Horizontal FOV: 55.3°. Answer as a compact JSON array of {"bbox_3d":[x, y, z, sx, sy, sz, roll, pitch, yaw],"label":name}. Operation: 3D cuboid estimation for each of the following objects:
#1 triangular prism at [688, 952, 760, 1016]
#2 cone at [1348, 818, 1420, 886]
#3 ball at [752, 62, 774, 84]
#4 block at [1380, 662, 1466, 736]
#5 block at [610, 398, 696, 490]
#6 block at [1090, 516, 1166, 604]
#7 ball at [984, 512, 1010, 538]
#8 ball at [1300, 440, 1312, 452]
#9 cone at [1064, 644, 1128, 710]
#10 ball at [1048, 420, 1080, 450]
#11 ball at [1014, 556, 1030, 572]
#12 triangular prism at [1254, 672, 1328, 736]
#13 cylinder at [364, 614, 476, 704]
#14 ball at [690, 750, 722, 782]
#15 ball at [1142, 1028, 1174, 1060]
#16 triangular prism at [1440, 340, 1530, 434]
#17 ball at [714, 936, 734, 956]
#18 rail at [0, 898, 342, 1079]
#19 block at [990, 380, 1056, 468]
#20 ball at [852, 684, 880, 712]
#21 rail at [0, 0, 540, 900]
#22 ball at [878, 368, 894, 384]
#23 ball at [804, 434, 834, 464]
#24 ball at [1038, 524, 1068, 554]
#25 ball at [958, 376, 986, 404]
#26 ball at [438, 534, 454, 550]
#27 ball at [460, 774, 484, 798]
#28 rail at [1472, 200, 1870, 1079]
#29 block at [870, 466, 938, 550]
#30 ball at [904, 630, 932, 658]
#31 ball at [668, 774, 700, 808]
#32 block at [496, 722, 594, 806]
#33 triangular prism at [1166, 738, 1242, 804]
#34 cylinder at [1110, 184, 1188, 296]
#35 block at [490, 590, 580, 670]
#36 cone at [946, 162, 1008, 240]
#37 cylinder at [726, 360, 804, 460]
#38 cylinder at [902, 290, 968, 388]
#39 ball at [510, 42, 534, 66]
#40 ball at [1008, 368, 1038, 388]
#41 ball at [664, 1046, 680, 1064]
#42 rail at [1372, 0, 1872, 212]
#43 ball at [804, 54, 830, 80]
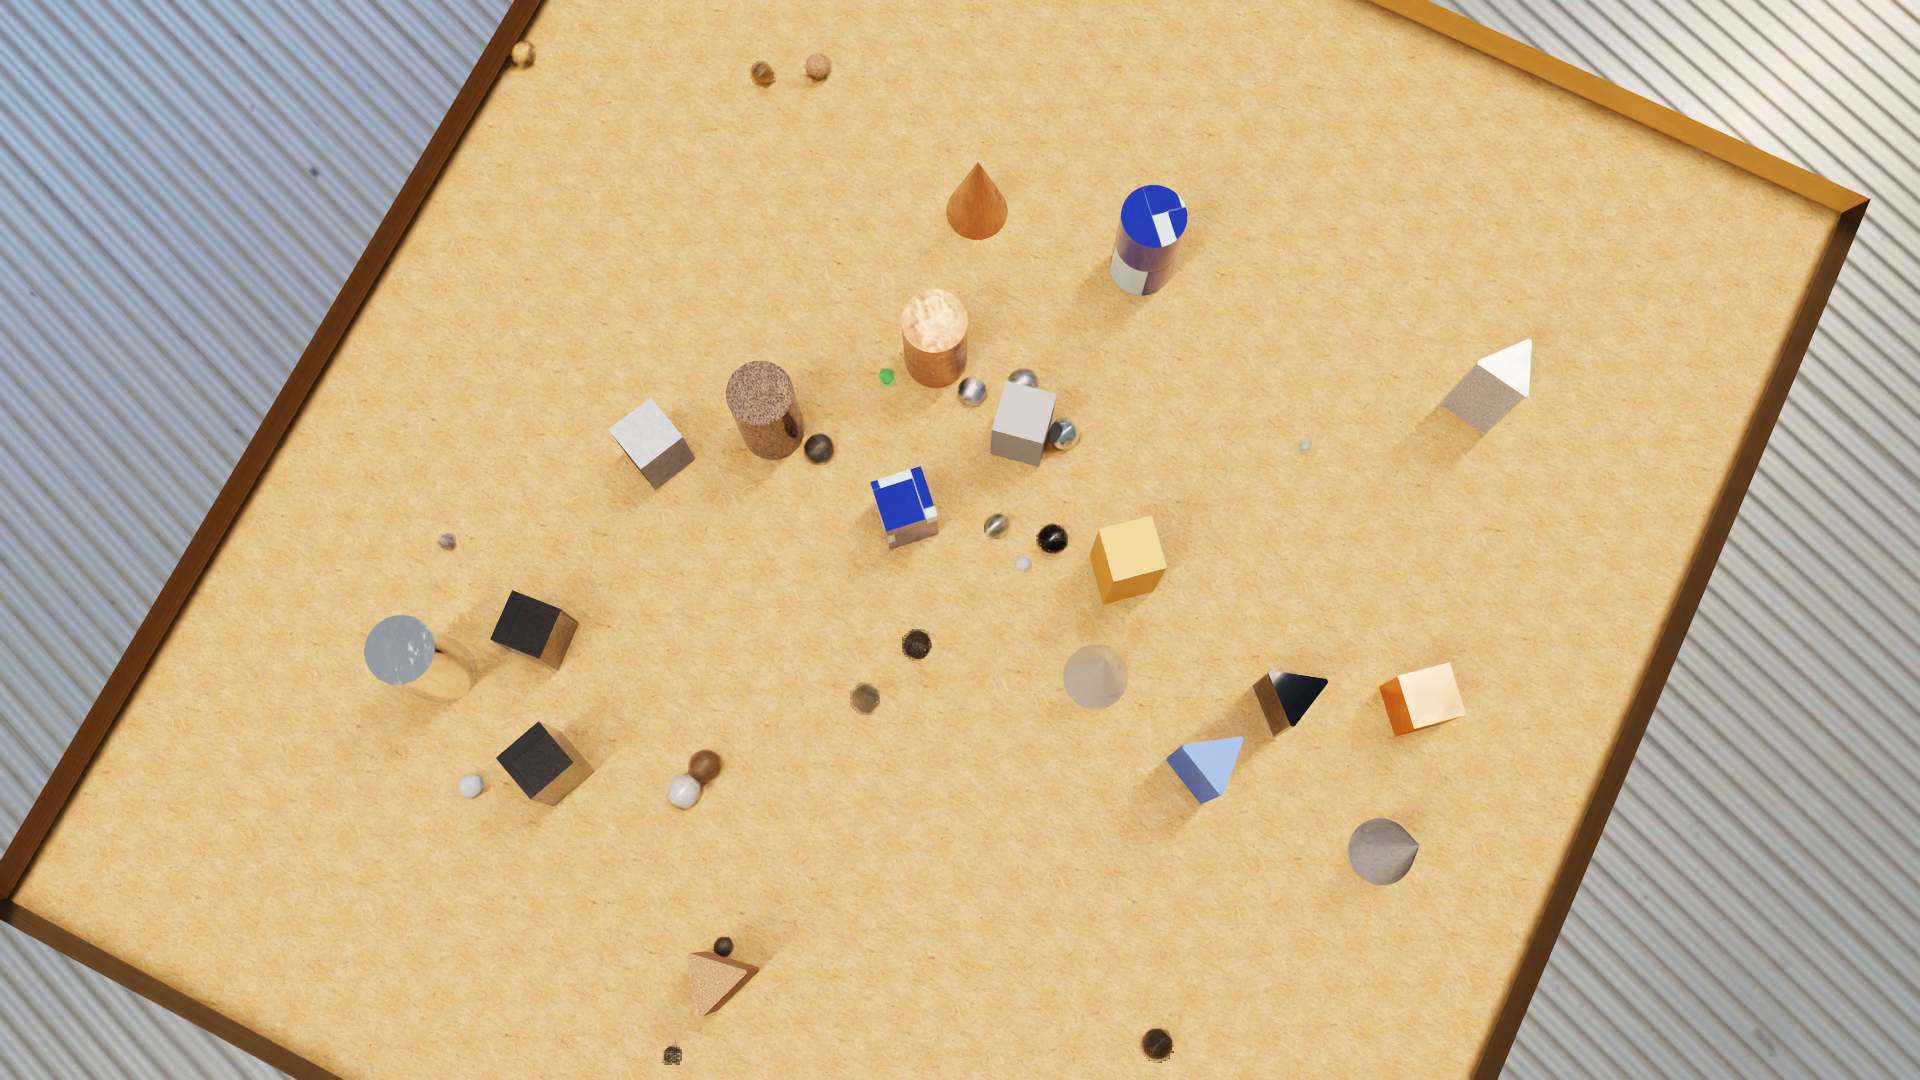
[{"bbox_3d":[-0.698,1.225,5.193,0.170,0.332,0.147,-43,81,-8],"label":"triangular prism"},{"bbox_3d":[1.247,0.875,5.198,0.196,0.466,0.196,0,78,0],"label":"cone"},{"bbox_3d":[-0.634,-1.499,5.892,0.068,0.068,0.068,0,78,0],"label":"ball"},{"bbox_3d":[1.359,0.472,5.395,0.157,0.242,0.157,-15,79,-3],"label":"block"},{"bbox_3d":[-0.928,-0.288,5.539,0.157,0.269,0.157,-39,81,-7],"label":"block"},{"bbox_3d":[0.492,0.064,5.404,0.157,0.390,0.157,-14,79,-3],"label":"block"},{"bbox_3d":[0.114,-0.046,5.587,0.076,0.076,0.076,0,78,0],"label":"ball"},{"bbox_3d":[1.068,-0.290,5.655,0.042,0.042,0.042,0,78,0],"label":"ball"},{"bbox_3d":[0.409,0.374,5.340,0.196,0.389,0.196,0,78,0],"label":"cone"},{"bbox_3d":[0.319,-0.324,5.635,0.096,0.096,0.096,0,78,0],"label":"ball"},{"bbox_3d":[0.189,0.072,5.578,0.046,0.046,0.046,0,78,0],"label":"ball"},{"bbox_3d":[0.941,0.450,5.373,0.147,0.294,0.170,38,81,7],"label":"triangular prism"},{"bbox_3d":[-1.558,0.350,5.313,0.196,0.453,0.196,0,78,0],"label":"cylinder"},{"bbox_3d":[-0.754,0.668,5.429,0.096,0.096,0.096,0,78,0],"label":"ball"},{"bbox_3d":[0.569,1.449,5.271,0.089,0.089,0.089,0,78,0],"label":"ball"},{"bbox_3d":[1.605,-0.478,5.497,0.170,0.427,0.147,36,81,7],"label":"triangular prism"},{"bbox_3d":[-0.689,1.184,5.342,0.058,0.058,0.058,0,78,0],"label":"ball"},{"bbox_3d":[-0.989,1.943,5.148,4.111,0.127,0.045,26,80,5],"label":"rail"},{"bbox_3d":[0.190,-0.349,5.544,0.157,0.284,0.157,15,79,3],"label":"block"},{"bbox_3d":[-0.281,0.474,5.476,0.084,0.084,0.084,0,78,0],"label":"ball"},{"bbox_3d":[-1.817,-0.883,5.733,0.045,0.127,4.469,26,80,5],"label":"rail"},{"bbox_3d":[-0.228,-0.509,5.697,0.049,0.049,0.049,0,78,0],"label":"ball"},{"bbox_3d":[-0.432,-0.281,5.628,0.092,0.092,0.092,0,78,0],"label":"ball"},{"bbox_3d":[0.283,-0.004,5.569,0.094,0.094,0.094,0,78,0],"label":"ball"},{"bbox_3d":[0.037,-0.463,5.667,0.088,0.088,0.088,0,78,0],"label":"ball"},{"bbox_3d":[-1.566,0.006,5.591,0.048,0.048,0.048,0,78,0],"label":"ball"},{"bbox_3d":[-1.447,0.728,5.429,0.072,0.072,0.072,0,78,0],"label":"ball"},{"bbox_3d":[1.817,0.897,5.365,0.045,0.127,4.469,26,80,5],"label":"rail"},{"bbox_3d":[-0.165,-0.094,5.499,0.157,0.269,0.157,-18,79,-4],"label":"block"},{"bbox_3d":[-0.127,0.315,5.508,0.085,0.085,0.085,0,78,0],"label":"ball"},{"bbox_3d":[-0.815,0.742,5.413,0.098,0.098,0.098,0,78,0],"label":"ball"},{"bbox_3d":[-1.200,0.653,5.323,0.157,0.311,0.157,-41,81,-8],"label":"block"},{"bbox_3d":[0.727,0.634,5.275,0.147,0.413,0.170,-37,81,-7],"label":"triangular prism"},{"bbox_3d":[0.570,-0.909,5.589,0.196,0.423,0.196,0,78,0],"label":"cylinder"},{"bbox_3d":[-1.258,0.270,5.431,0.157,0.254,0.157,21,79,4],"label":"block"},{"bbox_3d":[0.054,-1.087,5.643,0.196,0.388,0.196,0,78,0],"label":"cone"},{"bbox_3d":[-0.579,-0.384,5.491,0.196,0.402,0.196,0,78,0],"label":"cylinder"},{"bbox_3d":[-0.075,-0.606,5.556,0.196,0.365,0.196,0,78,0],"label":"cylinder"},{"bbox_3d":[-1.410,-1.567,5.904,0.073,0.073,0.073,0,78,0],"label":"ball"},{"bbox_3d":[0.194,-0.483,5.667,0.097,0.097,0.097,0,78,0],"label":"ball"},{"bbox_3d":[-0.831,1.485,5.285,0.048,0.048,0.048,0,78,0],"label":"ball"},{"bbox_3d":[0.989,-1.929,5.950,4.111,0.127,0.045,26,80,5],"label":"rail"},{"bbox_3d":[-0.458,-1.521,5.890,0.082,0.082,0.082,0,78,0],"label":"ball"}]
